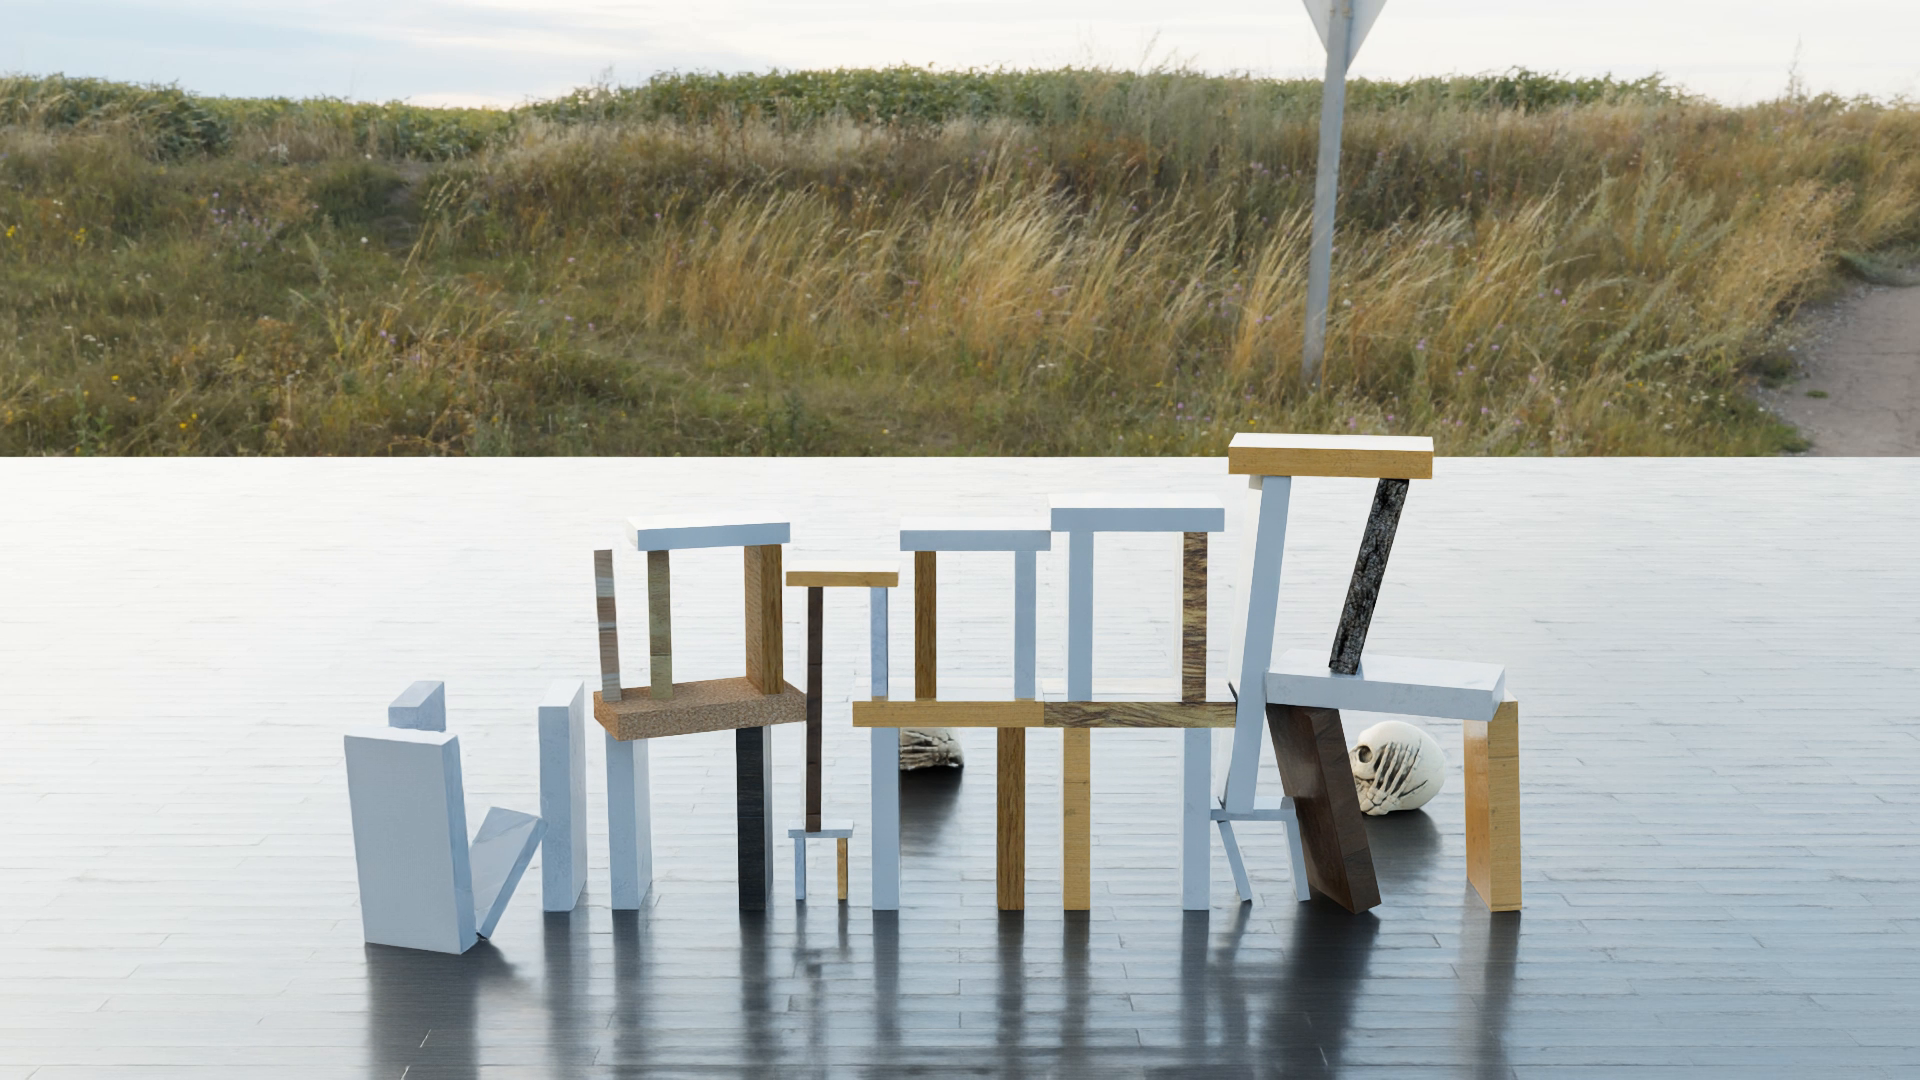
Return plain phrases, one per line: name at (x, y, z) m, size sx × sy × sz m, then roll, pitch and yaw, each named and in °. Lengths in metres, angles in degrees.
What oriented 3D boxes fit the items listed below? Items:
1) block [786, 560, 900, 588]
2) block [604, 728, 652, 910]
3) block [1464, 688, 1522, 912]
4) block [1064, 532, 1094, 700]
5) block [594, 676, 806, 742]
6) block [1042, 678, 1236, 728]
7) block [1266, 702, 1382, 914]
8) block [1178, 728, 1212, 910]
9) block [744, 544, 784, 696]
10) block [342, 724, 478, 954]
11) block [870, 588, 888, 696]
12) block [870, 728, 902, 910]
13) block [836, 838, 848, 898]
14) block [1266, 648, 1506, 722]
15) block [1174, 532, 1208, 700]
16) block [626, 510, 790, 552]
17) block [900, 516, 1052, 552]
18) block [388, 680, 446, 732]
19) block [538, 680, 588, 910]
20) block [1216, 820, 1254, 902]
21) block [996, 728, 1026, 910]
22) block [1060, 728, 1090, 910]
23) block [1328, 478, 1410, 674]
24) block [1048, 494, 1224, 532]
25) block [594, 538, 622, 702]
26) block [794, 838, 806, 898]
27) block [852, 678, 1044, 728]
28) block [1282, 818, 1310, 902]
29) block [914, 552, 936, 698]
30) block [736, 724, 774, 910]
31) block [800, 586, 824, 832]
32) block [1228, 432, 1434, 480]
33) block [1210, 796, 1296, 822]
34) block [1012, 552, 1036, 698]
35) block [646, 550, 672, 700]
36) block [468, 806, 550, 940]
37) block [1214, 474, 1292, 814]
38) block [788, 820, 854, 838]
block at (-0.189, 0.055, 3.571) m, size 0.180 × 0.025 × 0.090 m, roll 0°, pitch 11°, yaw 1°
block at (-0.548, 0.436, 3.642) m, size 0.044 × 0.311 × 0.156 m, roll 0°, pitch 11°, yaw 1°
block at (0.879, 0.415, 3.638) m, size 0.050 × 0.352 × 0.176 m, roll -4°, pitch 11°, yaw 1°
block at (0.192, 0.111, 3.575) m, size 0.039 × 0.275 × 0.138 m, roll 0°, pitch 11°, yaw 0°
block at (-0.422, 0.270, 3.567) m, size 0.311 × 0.044 × 0.156 m, roll -4°, pitch 11°, yaw -23°
block at (0.289, 0.267, 3.608) m, size 0.307 × 0.043 × 0.153 m, roll 0°, pitch 11°, yaw 0°
block at (0.593, 0.421, 3.613) m, size 0.050 × 0.352 × 0.176 m, roll -19°, pitch 16°, yaw -15°
block at (0.388, 0.439, 3.640) m, size 0.043 × 0.307 × 0.153 m, roll 0°, pitch 11°, yaw 3°
block at (-0.321, 0.118, 3.591) m, size 0.035 × 0.246 × 0.123 m, roll -3°, pitch 11°, yaw -18°
block at (-0.849, 0.463, 3.401) m, size 0.172 × 0.345 × 0.049 m, roll 4°, pitch 16°, yaw 18°
block at (-0.131, 0.156, 3.589) m, size 0.026 × 0.180 × 0.090 m, roll 0°, pitch 11°, yaw 0°
block at (-0.122, 0.439, 3.641) m, size 0.044 × 0.308 × 0.154 m, roll 0°, pitch 11°, yaw 0°
block at (-0.195, 0.538, 3.660) m, size 0.015 × 0.105 × 0.053 m, roll 0°, pitch 11°, yaw 0°
block at (0.686, 0.231, 3.534) m, size 0.352 × 0.050 × 0.176 m, roll 4°, pitch 11°, yaw 19°
block at (0.374, 0.110, 3.576) m, size 0.039 × 0.275 × 0.138 m, roll -1°, pitch 11°, yaw 0°
block at (-0.407, -0.016, 3.545) m, size 0.246 × 0.035 × 0.123 m, roll -3°, pitch 11°, yaw -17°
block at (0.025, -0.010, 3.562) m, size 0.241 × 0.034 × 0.121 m, roll 0°, pitch 11°, yaw 0°
block at (-0.891, 0.421, 3.637) m, size 0.049 × 0.345 × 0.172 m, roll 0°, pitch 11°, yaw 1°
block at (-0.656, 0.420, 3.641) m, size 0.049 × 0.345 × 0.172 m, roll 1°, pitch 11°, yaw -2°
block at (0.454, 0.522, 3.654) m, size 0.020 × 0.140 × 0.070 m, roll -17°, pitch 10°, yaw 3°
block at (0.084, 0.439, 3.641) m, size 0.044 × 0.308 × 0.154 m, roll 0°, pitch 11°, yaw 0°
block at (0.190, 0.439, 3.640) m, size 0.043 × 0.307 × 0.153 m, roll -1°, pitch 11°, yaw 0°
block at (0.658, 0.045, 3.531) m, size 0.045 × 0.315 × 0.158 m, roll 15°, pitch 13°, yaw 9°
block at (0.281, -0.045, 3.547) m, size 0.275 × 0.039 × 0.138 m, roll 0°, pitch 11°, yaw 0°
block at (-0.567, 0.127, 3.537) m, size 0.030 × 0.247 × 0.104 m, roll -3°, pitch 11°, yaw -8°
block at (-0.266, 0.538, 3.660) m, size 0.015 × 0.105 × 0.053 m, roll 0°, pitch 11°, yaw 0°
block at (-0.019, 0.266, 3.609) m, size 0.308 × 0.044 × 0.154 m, roll 0°, pitch 11°, yaw 0°
block at (0.556, 0.521, 3.653) m, size 0.020 × 0.140 × 0.070 m, roll -10°, pitch 10°, yaw 1°
block at (-0.056, 0.125, 3.587) m, size 0.034 × 0.241 × 0.121 m, roll 0°, pitch 11°, yaw 0°
block at (-0.339, 0.437, 3.642) m, size 0.044 × 0.311 × 0.156 m, roll 0°, pitch 11°, yaw 0°
block at (-0.244, 0.269, 3.613) m, size 0.025 × 0.411 × 0.090 m, roll -1°, pitch 10°, yaw -10°
block at (0.593, -0.135, 3.512) m, size 0.315 × 0.045 × 0.158 m, roll 2°, pitch 11°, yaw 11°
block at (0.481, 0.444, 3.633) m, size 0.140 × 0.020 × 0.070 m, roll 0°, pitch 11°, yaw 5°
block at (0.105, 0.125, 3.587) m, size 0.034 × 0.241 × 0.121 m, roll 0°, pitch 11°, yaw 0°
block at (-0.487, 0.123, 3.563) m, size 0.035 × 0.246 × 0.123 m, roll -2°, pitch 11°, yaw -8°
block at (-0.752, 0.531, 3.520) m, size 0.104 × 0.209 × 0.030 m, roll 7°, pitch -32°, yaw 32°
block at (0.477, 0.157, 3.592) m, size 0.045 × 0.556 × 0.158 m, roll 5°, pitch 11°, yaw -1°
block at (-0.231, 0.479, 3.649) m, size 0.105 × 0.015 × 0.053 m, roll 0°, pitch 11°, yaw 0°
